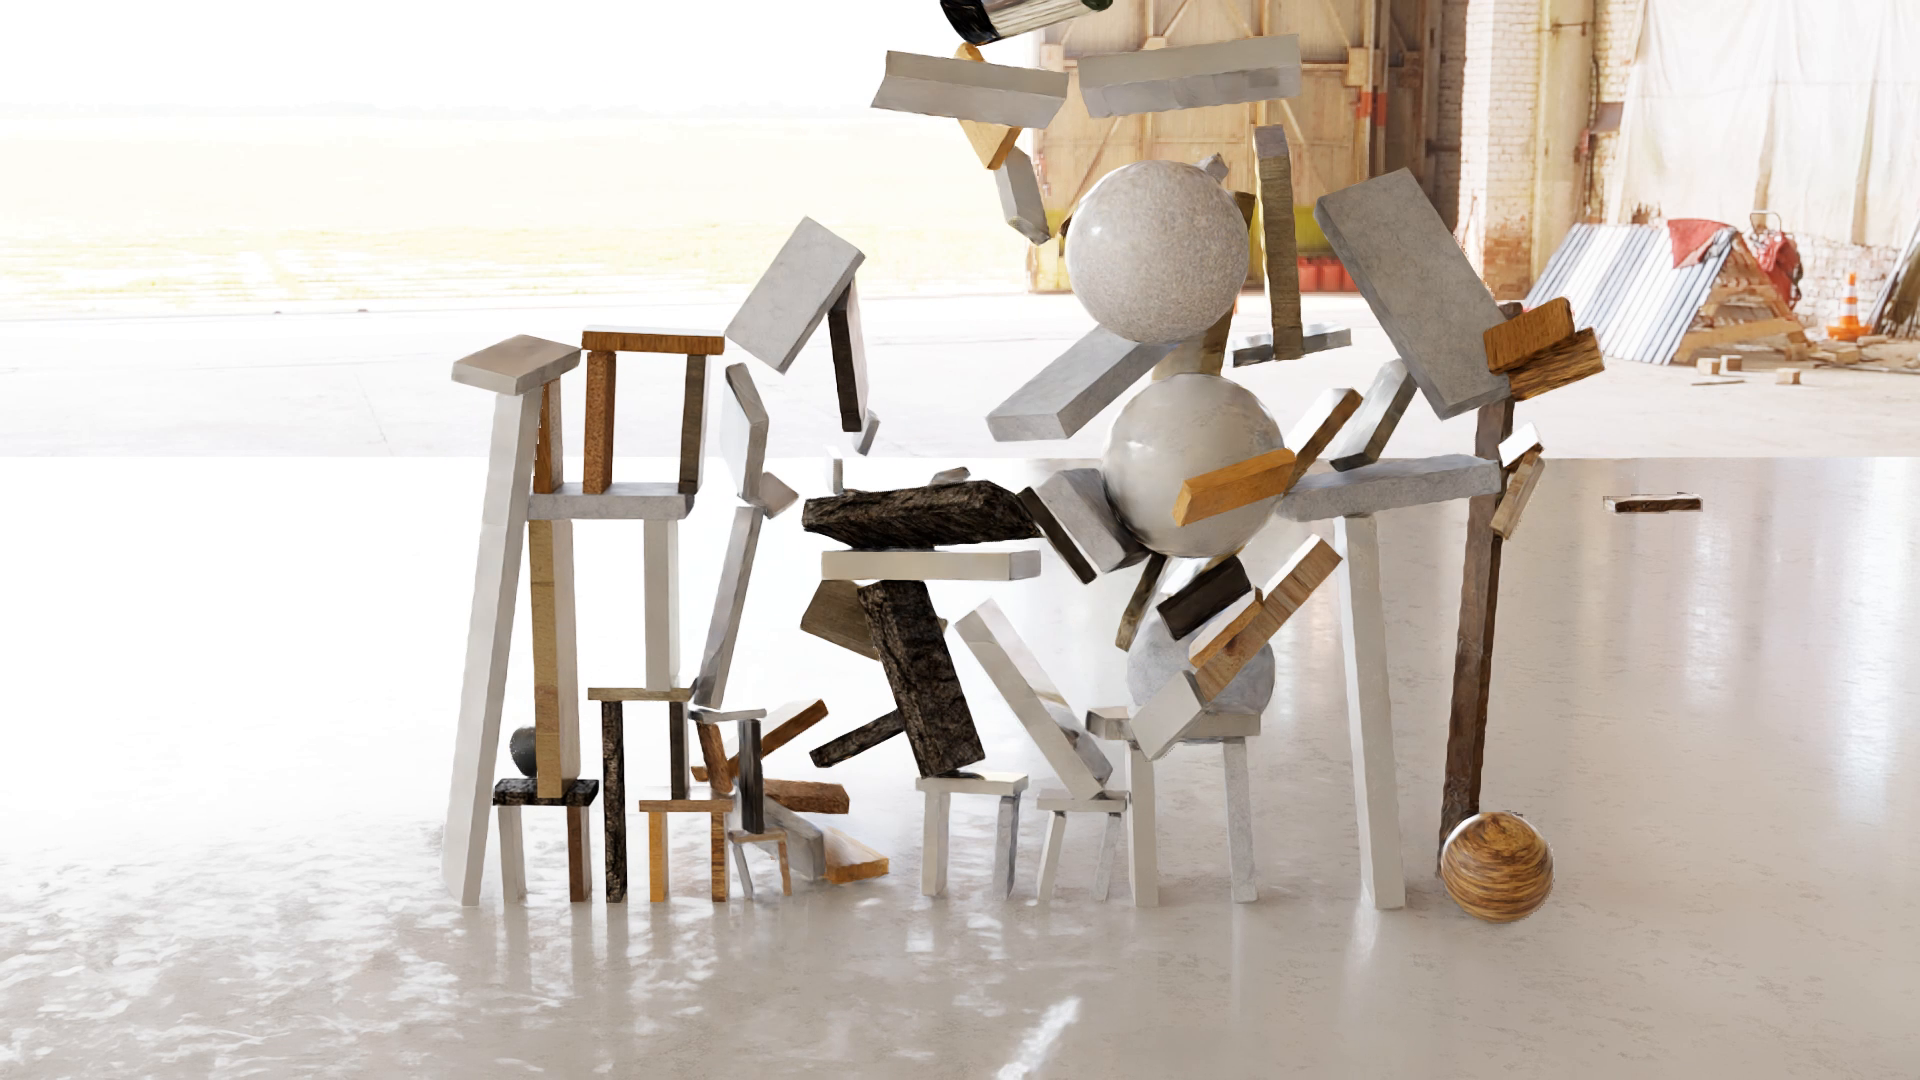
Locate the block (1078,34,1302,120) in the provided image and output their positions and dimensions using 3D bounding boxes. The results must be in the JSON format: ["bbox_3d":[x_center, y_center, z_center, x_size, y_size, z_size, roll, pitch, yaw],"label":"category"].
[{"bbox_3d":[0.369,-0.737,3.507,0.345,0.049,0.172,-4,-6,9],"label":"block"}]

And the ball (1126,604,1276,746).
[{"bbox_3d":[0.434,0.235,3.953,0.266,0.266,0.266,0,11,0],"label":"ball"}]

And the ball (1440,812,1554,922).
[{"bbox_3d":[0.863,0.525,3.536,0.176,0.176,0.176,0,11,0],"label":"ball"}]

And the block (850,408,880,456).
[{"bbox_3d":[-0.161,-0.184,3.731,0.018,0.063,0.127,20,8,-12],"label":"block"}]

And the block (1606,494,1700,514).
[{"bbox_3d":[1.091,-0.057,3.466,0.130,0.018,0.065,-2,5,4],"label":"block"}]

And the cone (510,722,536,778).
[{"bbox_3d":[-0.698,0.342,3.839,0.130,0.130,0.130,-12,-24,-49],"label":"cone"}]

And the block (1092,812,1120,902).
[{"bbox_3d":[0.244,0.518,3.653,0.021,0.146,0.073,10,11,2],"label":"block"}]

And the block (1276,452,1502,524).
[{"bbox_3d":[0.691,-0.087,3.613,0.346,0.049,0.173,-9,9,-8],"label":"block"}]

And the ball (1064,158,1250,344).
[{"bbox_3d":[0.304,-0.444,3.395,0.284,0.284,0.284,0,11,0],"label":"ball"}]

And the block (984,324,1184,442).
[{"bbox_3d":[0.206,-0.263,3.508,0.165,0.047,0.330,0,33,49],"label":"block"}]

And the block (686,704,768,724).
[{"bbox_3d":[-0.385,0.287,3.637,0.118,0.017,0.059,-3,5,-34],"label":"block"}]

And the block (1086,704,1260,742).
[{"bbox_3d":[0.352,0.301,3.644,0.263,0.037,0.131,-1,3,-10],"label":"block"}]

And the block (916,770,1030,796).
[{"bbox_3d":[0.021,0.402,3.644,0.170,0.024,0.085,1,3,19],"label":"block"}]

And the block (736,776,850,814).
[{"bbox_3d":[-0.306,0.457,3.930,0.204,0.029,0.102,5,9,-13],"label":"block"}]

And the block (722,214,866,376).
[{"bbox_3d":[-0.261,-0.386,3.462,0.115,0.229,0.033,35,-1,20],"label":"block"}]

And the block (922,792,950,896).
[{"bbox_3d":[-0.040,0.499,3.666,0.024,0.170,0.085,3,3,13],"label":"block"}]

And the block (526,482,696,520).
[{"bbox_3d":[-0.575,-0.064,3.547,0.279,0.040,0.140,0,10,0],"label":"block"}]

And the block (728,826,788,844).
[{"bbox_3d":[-0.336,0.491,3.657,0.091,0.013,0.045,-3,5,-20],"label":"block"}]

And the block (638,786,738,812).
[{"bbox_3d":[-0.449,0.428,3.636,0.154,0.022,0.077,0,11,0],"label":"block"}]

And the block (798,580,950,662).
[{"bbox_3d":[-0.149,0.149,3.844,0.236,0.033,0.118,22,49,4],"label":"block"}]

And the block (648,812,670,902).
[{"bbox_3d":[-0.500,0.515,3.652,0.022,0.154,0.077,0,11,0],"label":"block"}]

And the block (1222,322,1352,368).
[{"bbox_3d":[0.548,-0.333,3.749,0.212,0.030,0.106,-11,14,-9],"label":"block"}]

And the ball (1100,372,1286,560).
[{"bbox_3d":[0.361,-0.114,3.403,0.289,0.289,0.289,0,11,0],"label":"ball"}]

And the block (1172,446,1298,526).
[{"bbox_3d":[0.389,-0.075,3.116,0.172,0.024,0.086,-18,-28,-19],"label":"block"}]

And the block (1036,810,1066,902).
[{"bbox_3d":[0.151,0.518,3.653,0.021,0.146,0.073,10,10,-3],"label":"block"}]

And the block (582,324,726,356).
[{"bbox_3d":[-0.486,-0.319,3.502,0.221,0.031,0.110,2,10,-5],"label":"block"}]

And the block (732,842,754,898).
[{"bbox_3d":[-0.361,0.546,3.656,0.013,0.091,0.045,-14,11,-2],"label":"block"}]

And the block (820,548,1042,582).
[{"bbox_3d":[-0.048,0.040,3.666,0.330,0.047,0.165,0,2,20],"label":"block"}]

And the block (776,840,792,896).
[{"bbox_3d":[-0.293,0.542,3.662,0.013,0.091,0.045,-7,5,-9],"label":"block"}]

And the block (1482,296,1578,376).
[{"bbox_3d":[0.898,-0.322,3.470,0.147,0.073,0.021,-26,-35,38],"label":"block"}]

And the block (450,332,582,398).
[{"bbox_3d":[-0.674,-0.268,3.353,0.106,0.030,0.212,14,21,13],"label":"block"}]

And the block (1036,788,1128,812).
[{"bbox_3d":[0.203,0.432,3.646,0.146,0.021,0.073,1,6,7],"label":"block"}]

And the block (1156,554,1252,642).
[{"bbox_3d":[0.378,0.090,3.401,0.147,0.073,0.021,-34,45,-5],"label":"block"}]

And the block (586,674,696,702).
[{"bbox_3d":[-0.520,0.242,3.602,0.166,0.024,0.083,0,11,1],"label":"block"}]

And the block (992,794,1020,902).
[{"bbox_3d":[0.077,0.505,3.652,0.024,0.170,0.085,6,13,9],"label":"block"}]

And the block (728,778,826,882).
[{"bbox_3d":[-0.317,0.493,3.751,0.204,0.102,0.029,27,45,30],"label":"block"}]

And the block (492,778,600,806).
[{"bbox_3d":[-0.686,0.417,3.638,0.164,0.023,0.082,0,10,2],"label":"block"}]

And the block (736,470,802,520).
[{"bbox_3d":[-0.325,-0.076,3.737,0.073,0.021,0.147,37,17,3],"label":"block"}]

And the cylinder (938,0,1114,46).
[{"bbox_3d":[0.099,-0.895,3.395,0.215,0.215,0.215,-9,5,31],"label":"cylinder"}]

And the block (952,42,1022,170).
[{"bbox_3d":[0.034,-0.730,3.695,0.028,0.100,0.200,-7,57,-35],"label":"block"}]

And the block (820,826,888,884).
[{"bbox_3d":[-0.220,0.547,3.823,0.102,0.029,0.204,-6,12,-31],"label":"block"}]

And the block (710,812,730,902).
[{"bbox_3d":[-0.398,0.515,3.652,0.022,0.154,0.077,0,11,0],"label":"block"}]

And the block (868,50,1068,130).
[{"bbox_3d":[0.012,-0.714,3.493,0.292,0.041,0.146,5,-11,-11],"label":"block"}]
